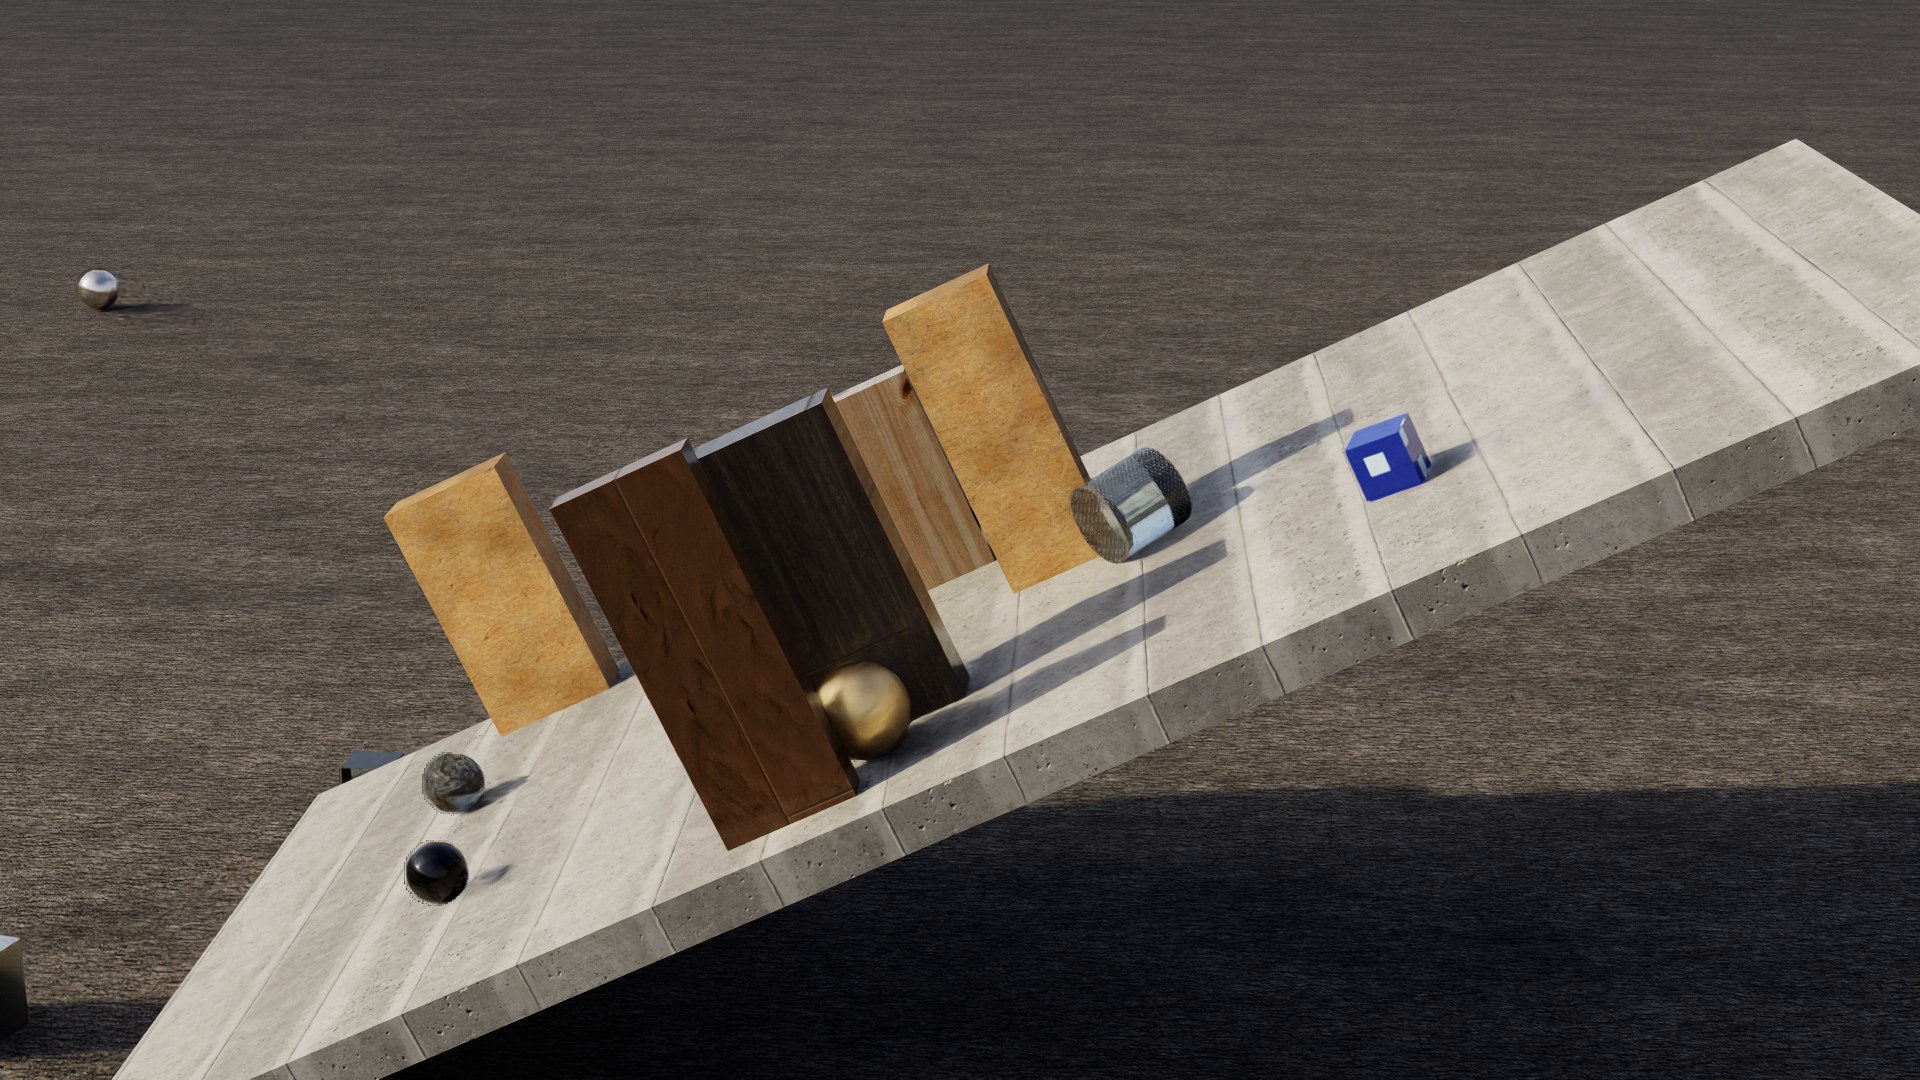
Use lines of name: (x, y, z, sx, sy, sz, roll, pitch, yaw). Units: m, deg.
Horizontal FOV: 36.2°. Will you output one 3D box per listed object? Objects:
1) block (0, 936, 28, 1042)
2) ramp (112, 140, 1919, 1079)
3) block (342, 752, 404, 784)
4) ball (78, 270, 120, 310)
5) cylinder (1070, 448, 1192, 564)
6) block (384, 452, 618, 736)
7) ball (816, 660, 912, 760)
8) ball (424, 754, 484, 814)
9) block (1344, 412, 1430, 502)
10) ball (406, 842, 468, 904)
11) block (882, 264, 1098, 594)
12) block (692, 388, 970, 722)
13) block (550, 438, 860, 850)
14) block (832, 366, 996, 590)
block: (-2.165, 0.978, 6.354, 0.200, 0.200, 0.200, 5, 16, 17)
ramp: (0.135, 0.169, 6.282, 4.000, 0.100, 2.000, -24, 13, 9)
block: (-1.533, 0.637, 7.695, 0.130, 0.130, 0.130, 1, 16, 4)
ball: (-4.135, -1.203, 14.118, 0.193, 0.193, 0.193, 0, 16, 0)
cylinder: (0.359, -0.073, 6.178, 0.180, 0.180, 0.180, -32, 29, -23)
block: (-1.118, 0.134, 7.201, 0.303, 0.614, 0.145, -24, 13, 9)
ball: (-0.188, 0.326, 5.622, 0.190, 0.190, 0.190, 0, 16, 0)
ball: (-1.152, 0.554, 6.699, 0.136, 0.136, 0.136, 0, 16, 0)
block: (0.838, -0.161, 5.760, 0.115, 0.115, 0.115, -20, 14, 24)
ball: (-1.077, 0.686, 6.062, 0.128, 0.128, 0.128, 0, 16, 0)
block: (0.088, -0.236, 6.277, 0.241, 0.652, 0.134, -24, 13, 9)
block: (-0.267, 0.069, 5.770, 0.319, 0.649, 0.132, -24, 13, 9)
block: (-0.469, 0.199, 5.465, 0.269, 0.732, 0.089, -24, 13, 9)
block: (-0.163, -0.112, 6.648, 0.315, 0.482, 0.085, -24, 13, 9)
